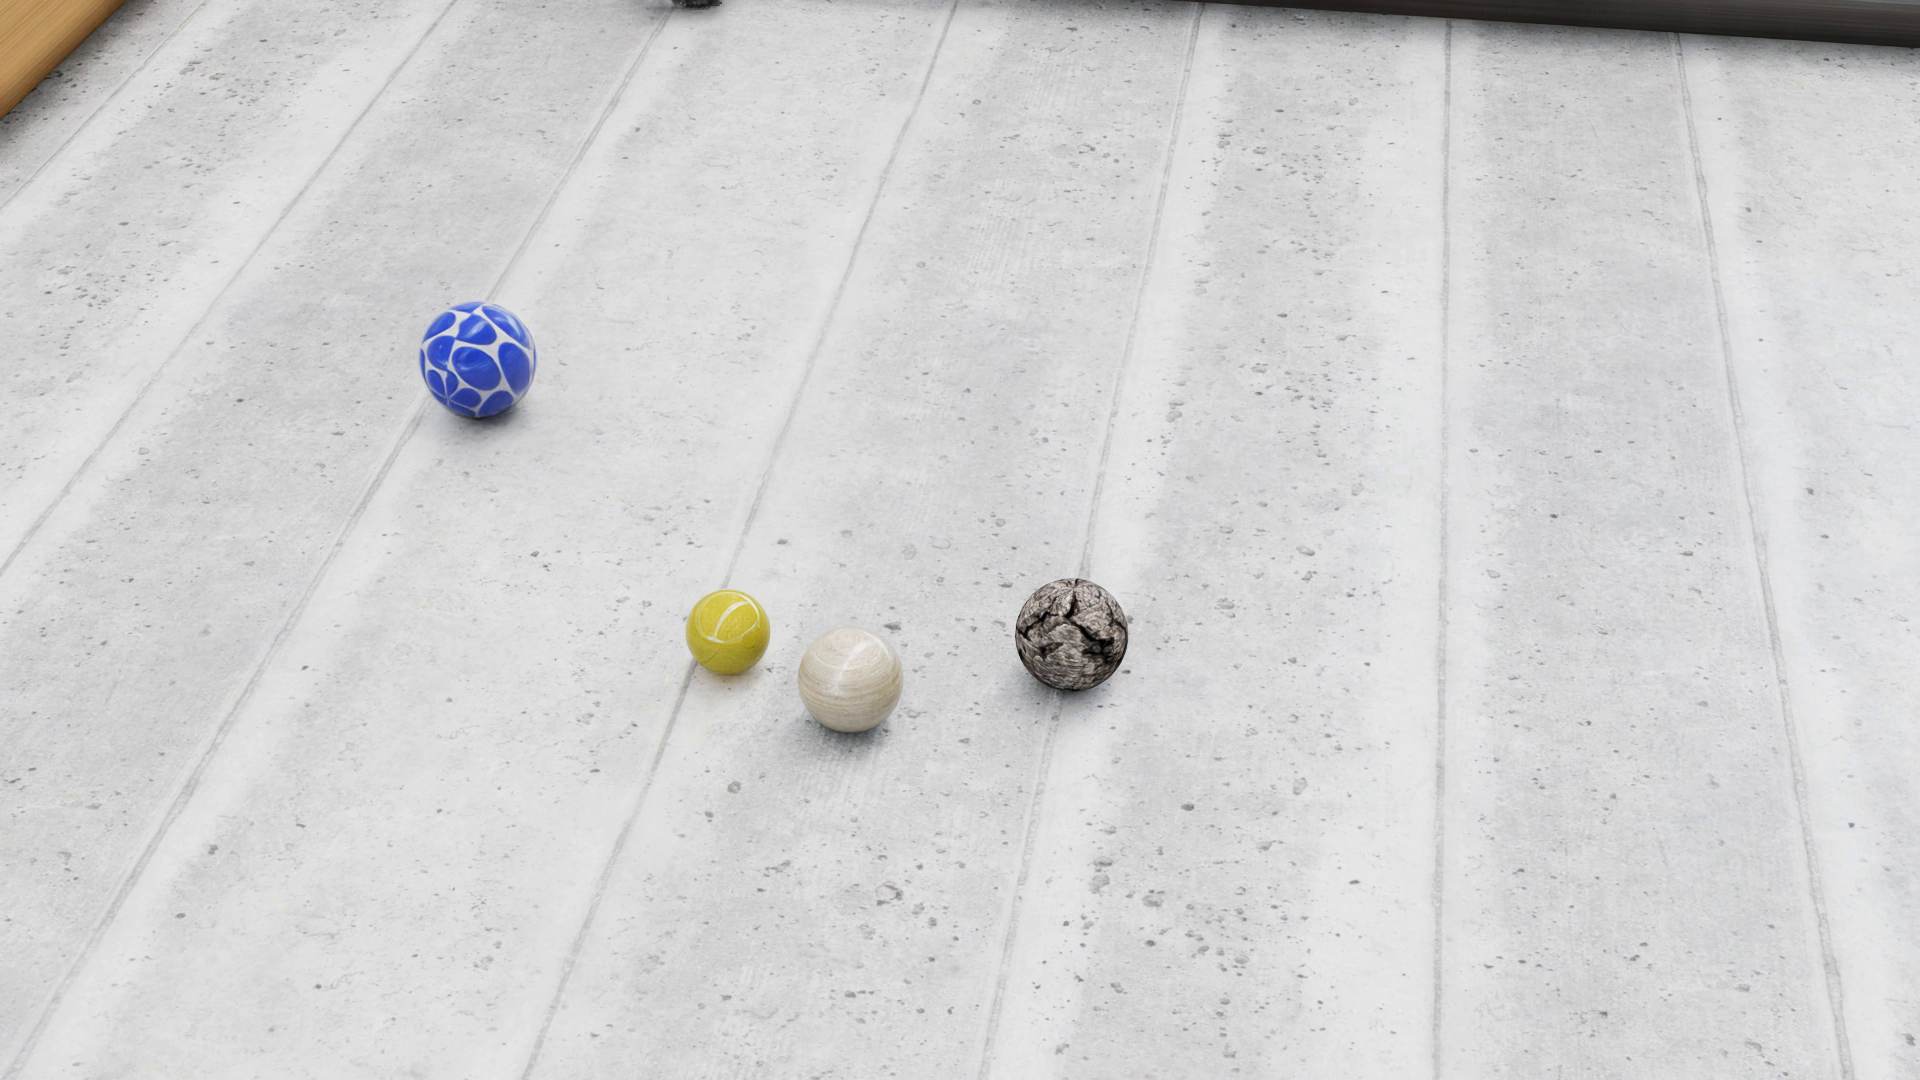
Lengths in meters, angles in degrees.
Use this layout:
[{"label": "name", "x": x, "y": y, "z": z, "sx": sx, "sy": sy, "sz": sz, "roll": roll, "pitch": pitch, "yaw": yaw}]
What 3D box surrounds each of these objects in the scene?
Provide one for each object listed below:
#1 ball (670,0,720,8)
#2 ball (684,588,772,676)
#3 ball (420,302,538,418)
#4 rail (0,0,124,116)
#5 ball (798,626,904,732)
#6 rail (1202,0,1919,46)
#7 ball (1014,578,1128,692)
[{"label": "ball", "x": -0.267, "y": -0.578, "z": 2.580, "sx": 0.086, "sy": 0.086, "sz": 0.086, "roll": 0, "pitch": 35, "yaw": 0}, {"label": "ball", "x": -0.153, "y": 0.061, "z": 1.697, "sx": 0.057, "sy": 0.057, "sz": 0.057, "roll": 0, "pitch": 35, "yaw": 0}, {"label": "ball", "x": -0.366, "y": -0.137, "z": 1.952, "sx": 0.088, "sy": 0.088, "sz": 0.088, "roll": 0, "pitch": 35, "yaw": 0}, {"label": "rail", "x": -0.964, "y": -0.106, "z": 1.882, "sx": 0.045, "sy": 0.115, "sz": 2.064, "roll": 5, "pitch": 35, "yaw": 7}, {"label": "ball", "x": -0.070, "y": 0.090, "z": 1.647, "sx": 0.068, "sy": 0.068, "sz": 0.068, "roll": 0, "pitch": 35, "yaw": 0}, {"label": "rail", "x": 1.147, "y": -0.500, "z": 2.442, "sx": 4.001, "sy": 0.115, "sz": 0.045, "roll": 5, "pitch": 35, "yaw": 7}, {"label": "ball", "x": 0.073, "y": 0.062, "z": 1.680, "sx": 0.075, "sy": 0.075, "sz": 0.075, "roll": 0, "pitch": 35, "yaw": 0}]
